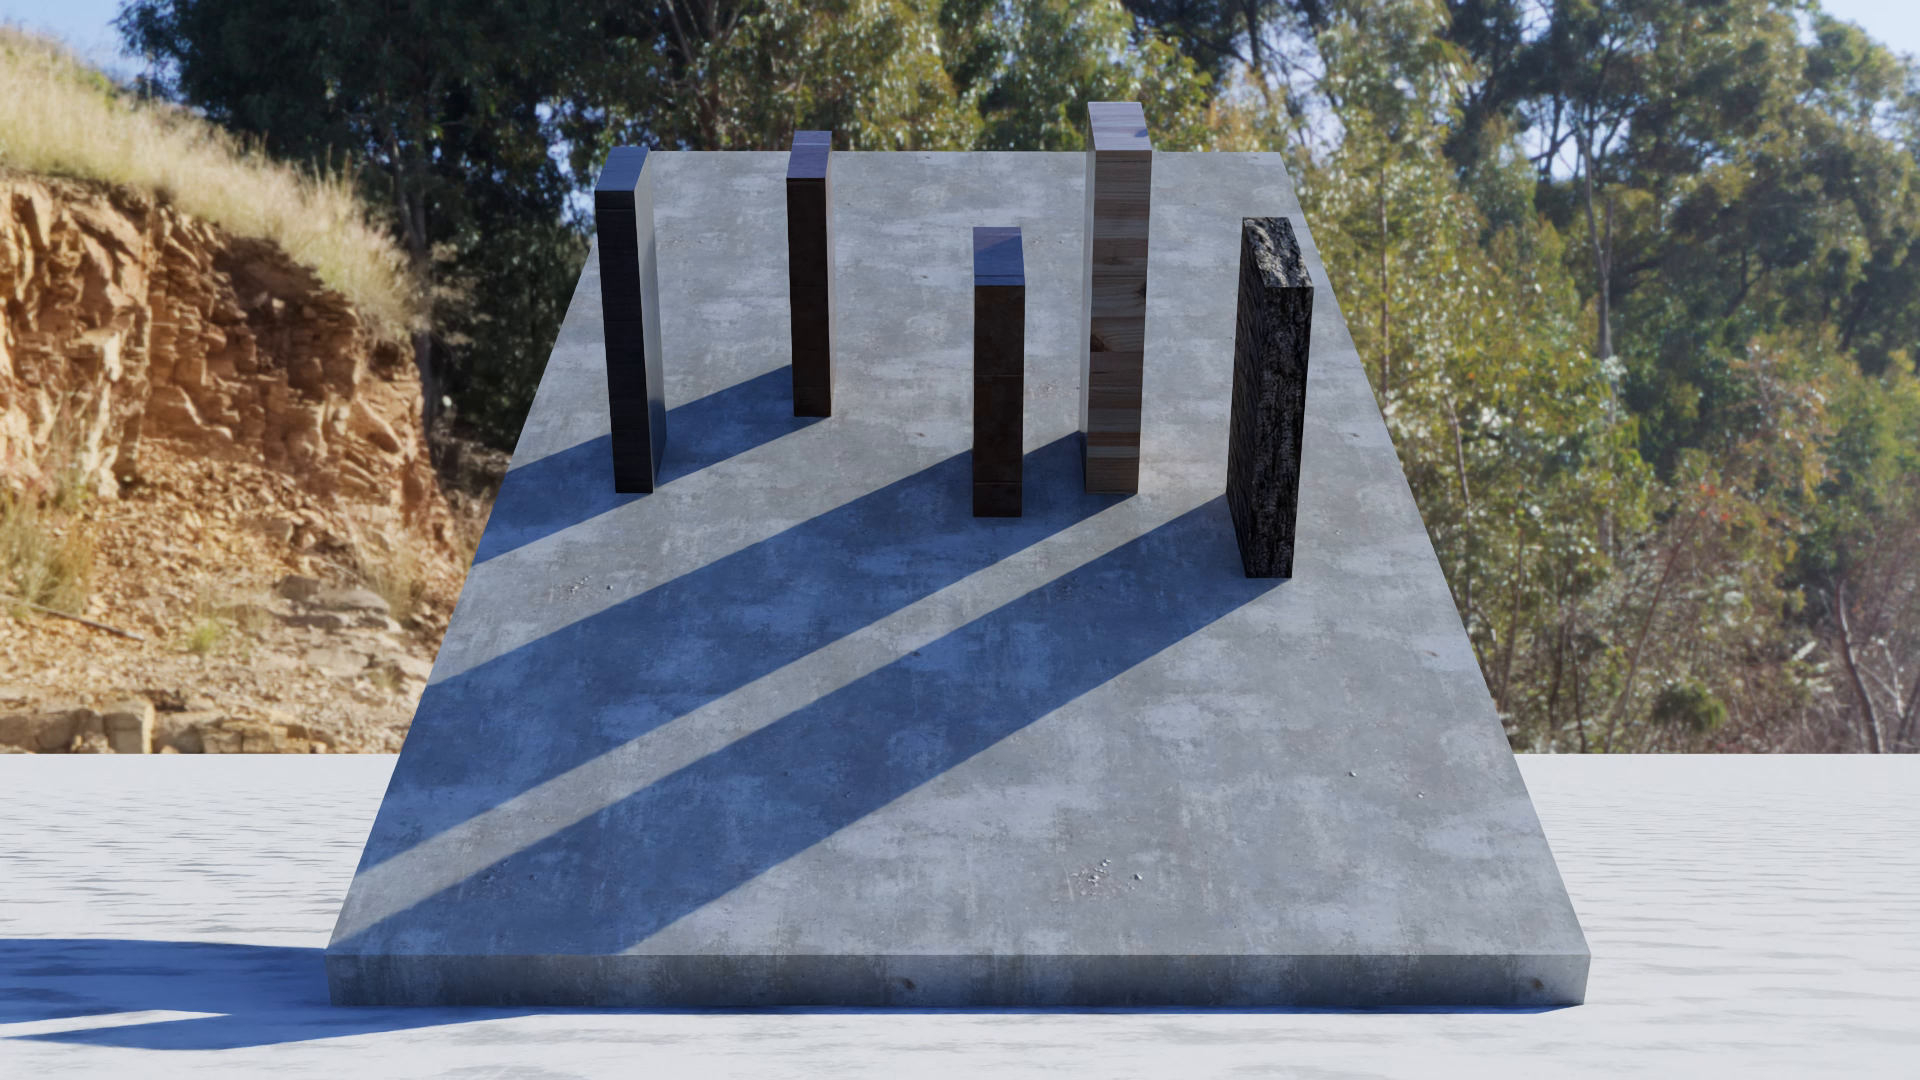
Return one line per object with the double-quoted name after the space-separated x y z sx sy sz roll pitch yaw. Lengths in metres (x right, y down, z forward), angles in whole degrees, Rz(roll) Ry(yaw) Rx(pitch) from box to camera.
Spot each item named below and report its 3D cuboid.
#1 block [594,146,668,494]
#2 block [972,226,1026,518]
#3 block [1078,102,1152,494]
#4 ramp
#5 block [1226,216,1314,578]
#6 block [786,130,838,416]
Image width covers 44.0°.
-0.712 -0.476 5.170 0.082 0.694 0.287 0 28 0 "block"
0.080 -0.365 5.136 0.104 0.531 0.347 0 28 0 "block"
0.333 -0.524 5.173 0.115 0.781 0.330 0 28 0 "block"
-0.011 -0.225 5.550 2.000 0.100 4.000 0 28 0 "ramp"
0.632 -0.295 4.893 0.094 0.636 0.394 0 28 0 "block"
-0.345 -0.625 5.577 0.087 0.584 0.338 0 28 0 "block"
